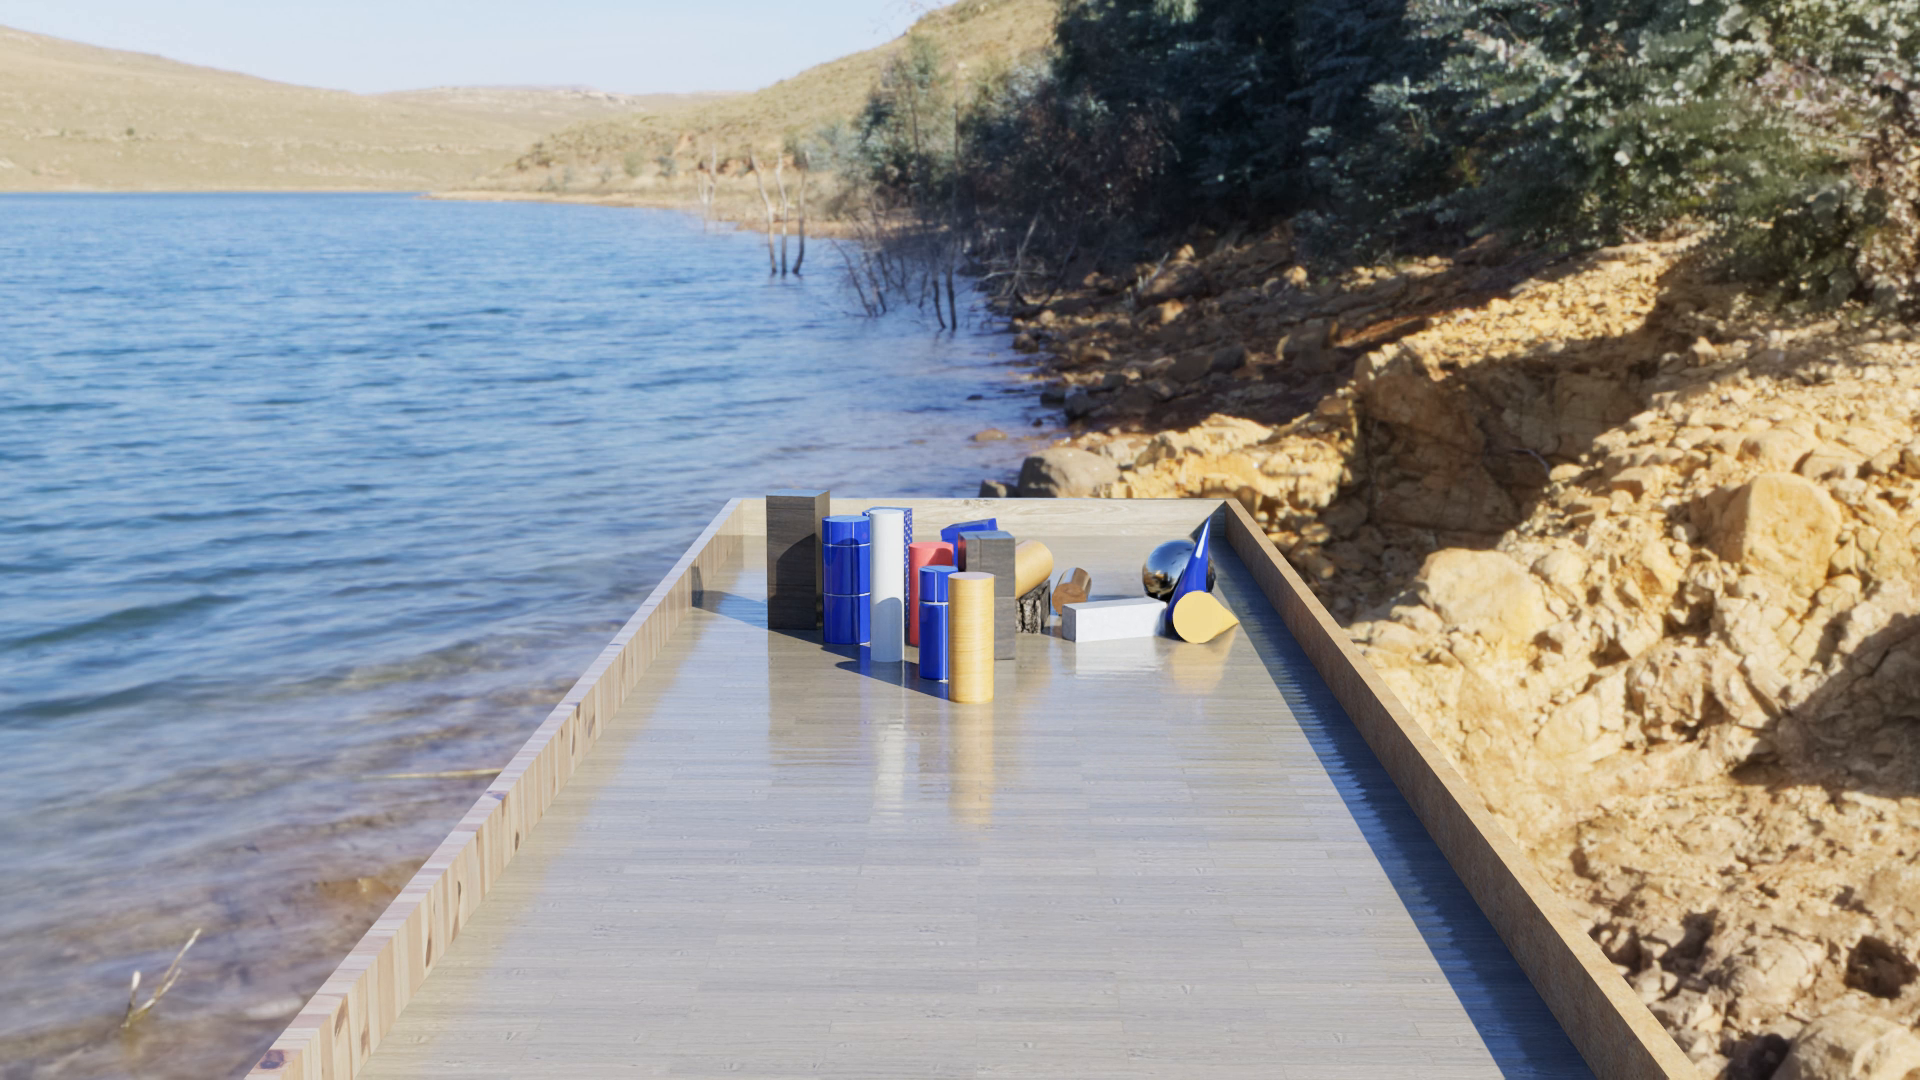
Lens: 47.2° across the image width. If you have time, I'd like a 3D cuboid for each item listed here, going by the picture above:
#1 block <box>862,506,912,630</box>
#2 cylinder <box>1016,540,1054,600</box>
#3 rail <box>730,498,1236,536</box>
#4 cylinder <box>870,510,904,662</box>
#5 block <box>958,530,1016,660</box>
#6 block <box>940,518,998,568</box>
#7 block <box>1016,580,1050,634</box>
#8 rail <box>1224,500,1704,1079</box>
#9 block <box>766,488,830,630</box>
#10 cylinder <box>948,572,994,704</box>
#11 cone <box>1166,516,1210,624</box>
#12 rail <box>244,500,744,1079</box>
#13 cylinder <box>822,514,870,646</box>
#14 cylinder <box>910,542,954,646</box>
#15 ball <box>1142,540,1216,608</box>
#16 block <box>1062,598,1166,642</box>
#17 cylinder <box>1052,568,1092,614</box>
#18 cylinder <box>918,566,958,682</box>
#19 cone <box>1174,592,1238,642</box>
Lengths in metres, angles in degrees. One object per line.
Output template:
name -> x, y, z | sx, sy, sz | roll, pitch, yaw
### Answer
block -> -0.236, 0.093, 7.188 | 0.132, 0.387, 0.132 | 2, 9, 14
cylinder -> 0.173, 0.109, 7.126 | 0.156, 0.156, 0.434 | 3, 9, 17
rail -> 0.099, -0.098, 9.147 | 2.100, 0.150, 0.050 | 0, 9, 1
cylinder -> -0.223, 0.138, 6.692 | 0.105, 0.453, 0.105 | 0, 9, 0
block -> 0.080, 0.170, 6.739 | 0.152, 0.376, 0.152 | -2, 9, -10
block -> 0.055, 0.104, 7.260 | 0.149, 0.320, 0.149 | -8, 6, 18
block -> 0.229, 0.218, 7.285 | 0.110, 0.110, 0.385 | 1, 9, 7
rail -> 1.046, 0.843, 3.208 | 0.050, 0.150, 12.000 | 0, 9, 1
block -> -0.529, 0.062, 7.212 | 0.166, 0.439, 0.166 | 2, 9, 13
cylinder -> 0.031, 0.273, 6.159 | 0.129, 0.352, 0.129 | 0, 9, 0
cone -> 0.772, 0.089, 7.168 | 0.137, 0.379, 0.137 | 11, 18, -4
rail -> -1.004, 0.839, 3.234 | 0.050, 0.150, 12.000 | 0, 9, 1
cylinder -> -0.357, 0.126, 6.964 | 0.155, 0.392, 0.155 | 0, 9, 0
cylinder -> -0.091, 0.170, 6.945 | 0.140, 0.311, 0.140 | 0, 9, 0
ball -> 0.739, 0.123, 7.444 | 0.247, 0.247, 0.247 | 0, 9, 0
block -> 0.494, 0.255, 7.066 | 0.320, 0.104, 0.104 | -4, 10, -23
cylinder -> 0.384, 0.176, 7.528 | 0.115, 0.115, 0.312 | 1, 9, 7
cylinder -> -0.062, 0.243, 6.443 | 0.117, 0.323, 0.117 | 0, 9, 0
cone -> 0.839, 0.257, 7.127 | 0.166, 0.166, 0.390 | 5, -2, 27
